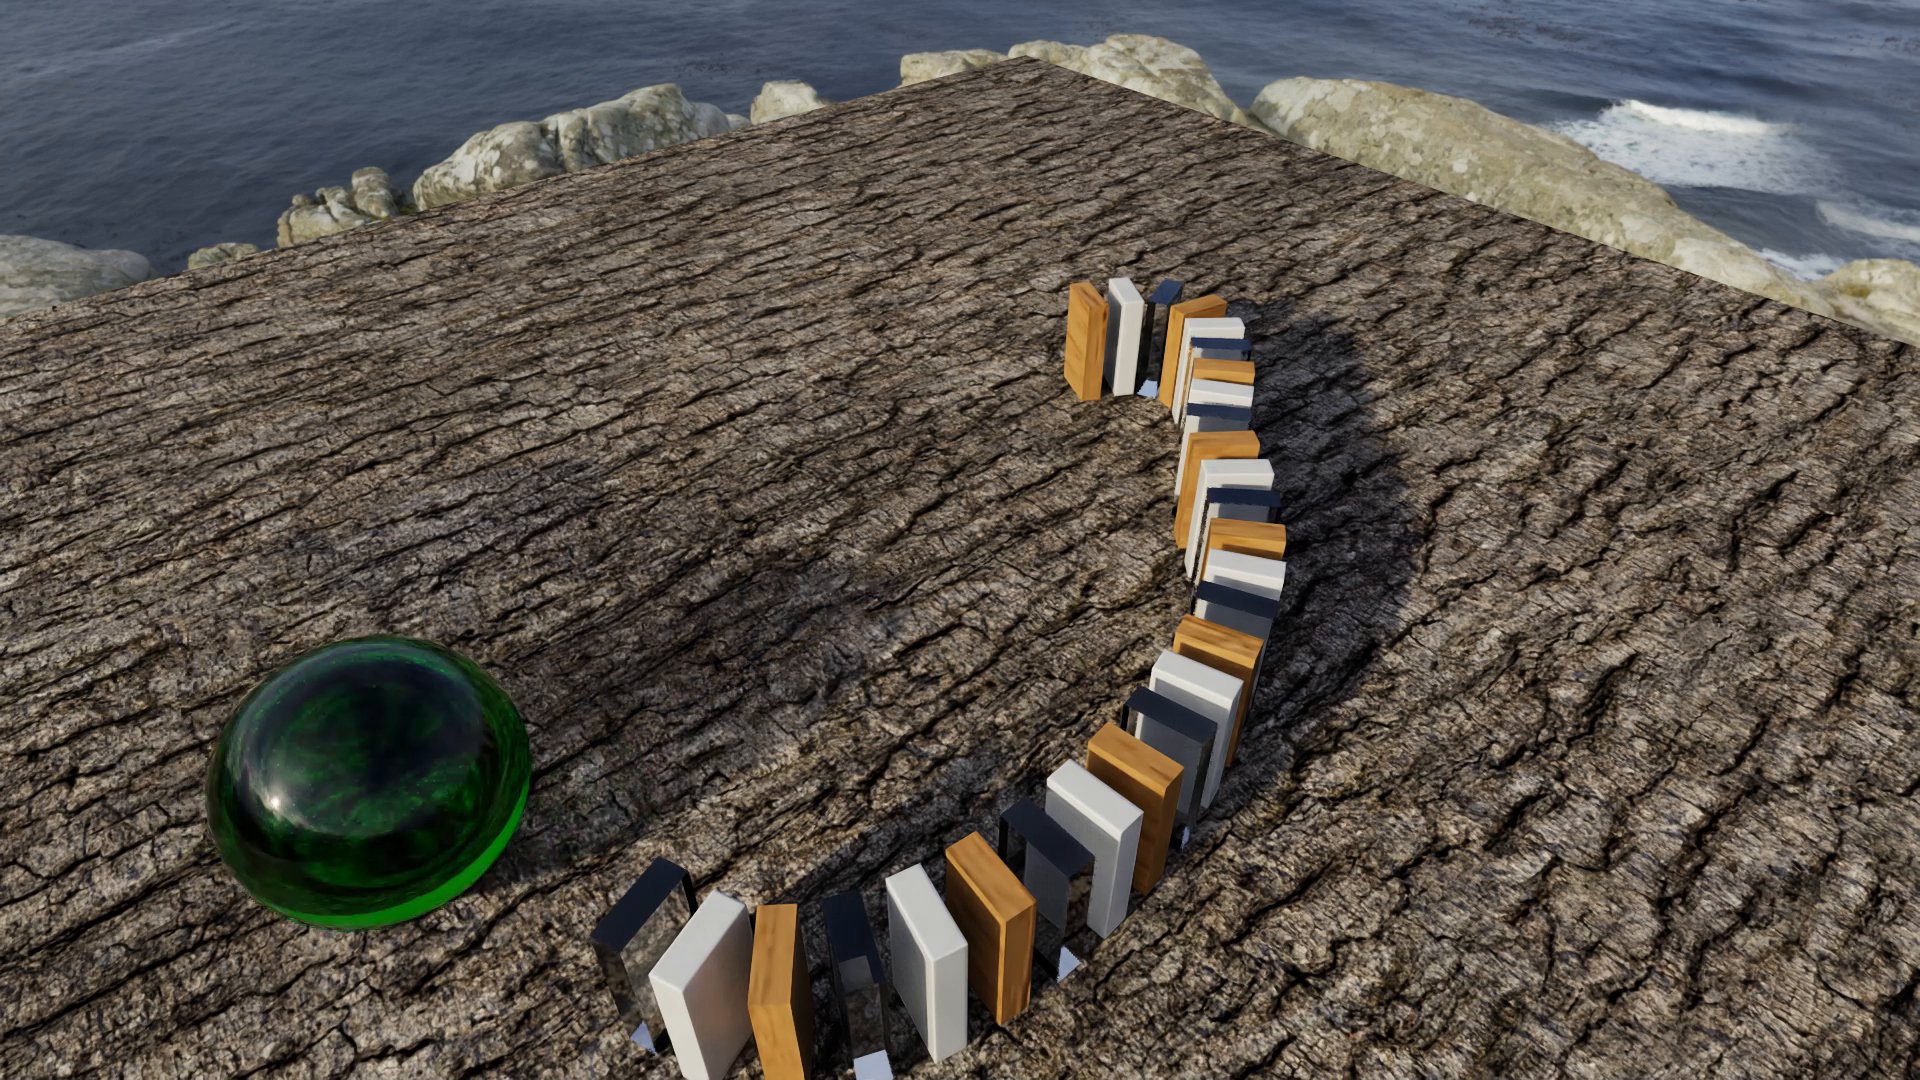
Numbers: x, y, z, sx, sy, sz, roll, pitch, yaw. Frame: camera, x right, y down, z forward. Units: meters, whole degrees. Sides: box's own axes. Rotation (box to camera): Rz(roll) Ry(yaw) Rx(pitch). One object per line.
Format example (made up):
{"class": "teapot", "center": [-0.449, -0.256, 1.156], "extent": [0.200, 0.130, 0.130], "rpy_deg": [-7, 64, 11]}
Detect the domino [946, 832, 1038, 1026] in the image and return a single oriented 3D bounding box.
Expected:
{"class": "domino", "center": [0.008, 0.102, 0.287], "extent": [0.010, 0.050, 0.025], "rpy_deg": [-24, 45, -27]}

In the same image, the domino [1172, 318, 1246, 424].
{"class": "domino", "center": [0.114, -0.077, 0.506], "extent": [0.025, 0.050, 0.009], "rpy_deg": [-1, 39, -1]}

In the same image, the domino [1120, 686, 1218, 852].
{"class": "domino", "center": [0.060, 0.069, 0.328], "extent": [0.025, 0.050, 0.009], "rpy_deg": [25, 45, 27]}

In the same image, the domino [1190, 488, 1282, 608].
{"class": "domino", "center": [0.101, 0.004, 0.406], "extent": [0.025, 0.050, 0.009], "rpy_deg": [4, 39, 4]}

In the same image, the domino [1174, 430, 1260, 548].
{"class": "domino", "center": [0.101, -0.019, 0.435], "extent": [0.025, 0.050, 0.009], "rpy_deg": [-2, 39, -3]}

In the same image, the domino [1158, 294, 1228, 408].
{"class": "domino", "center": [0.110, -0.089, 0.520], "extent": [0.025, 0.050, 0.010], "rpy_deg": [-19, 43, -22]}

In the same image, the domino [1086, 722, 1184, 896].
{"class": "domino", "center": [0.048, 0.078, 0.316], "extent": [0.025, 0.050, 0.009], "rpy_deg": [29, 47, 30]}

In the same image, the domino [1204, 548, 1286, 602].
{"class": "domino", "center": [0.094, 0.027, 0.378], "extent": [0.025, 0.050, 0.009], "rpy_deg": [11, 41, 13]}

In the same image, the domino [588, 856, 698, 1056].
{"class": "domino", "center": [-0.077, 0.107, 0.281], "extent": [0.009, 0.050, 0.025], "rpy_deg": [19, 43, 21]}

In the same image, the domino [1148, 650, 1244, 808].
{"class": "domino", "center": [0.070, 0.059, 0.340], "extent": [0.025, 0.050, 0.010], "rpy_deg": [22, 44, 24]}

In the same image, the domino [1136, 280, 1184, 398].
{"class": "domino", "center": [0.096, -0.097, 0.529], "extent": [0.009, 0.050, 0.025], "rpy_deg": [17, 42, 19]}

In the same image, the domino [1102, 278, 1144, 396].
{"class": "domino", "center": [0.078, -0.098, 0.531], "extent": [0.010, 0.050, 0.025], "rpy_deg": [-6, 40, -8]}

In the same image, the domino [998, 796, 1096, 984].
{"class": "domino", "center": [0.022, 0.095, 0.296], "extent": [0.009, 0.050, 0.025], "rpy_deg": [-29, 47, -31]}

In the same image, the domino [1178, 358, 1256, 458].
{"class": "domino", "center": [0.111, -0.054, 0.477], "extent": [0.025, 0.050, 0.010], "rpy_deg": [6, 40, 7]}

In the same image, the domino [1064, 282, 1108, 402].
{"class": "domino", "center": [0.060, -0.095, 0.527], "extent": [0.009, 0.050, 0.025], "rpy_deg": [-10, 40, -13]}

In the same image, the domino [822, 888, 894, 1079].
{"class": "domino", "center": [-0.025, 0.113, 0.274], "extent": [0.009, 0.050, 0.025], "rpy_deg": [-12, 41, -14]}

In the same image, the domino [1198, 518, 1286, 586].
{"class": "domino", "center": [0.099, 0.016, 0.392], "extent": [0.025, 0.050, 0.009], "rpy_deg": [6, 40, 7]}

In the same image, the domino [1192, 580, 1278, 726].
{"class": "domino", "center": [0.088, 0.038, 0.365], "extent": [0.025, 0.050, 0.009], "rpy_deg": [16, 42, 19]}

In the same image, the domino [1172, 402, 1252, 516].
{"class": "domino", "center": [0.102, -0.031, 0.449], "extent": [0.025, 0.050, 0.009], "rpy_deg": [7, 40, 9]}

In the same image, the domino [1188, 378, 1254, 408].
{"class": "domino", "center": [0.107, -0.043, 0.463], "extent": [0.025, 0.050, 0.010], "rpy_deg": [10, 40, 12]}

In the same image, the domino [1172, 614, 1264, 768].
{"class": "domino", "center": [0.079, 0.049, 0.352], "extent": [0.025, 0.050, 0.009], "rpy_deg": [19, 43, 22]}

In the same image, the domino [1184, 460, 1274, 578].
{"class": "domino", "center": [0.102, -0.008, 0.421], "extent": [0.025, 0.050, 0.009], "rpy_deg": [0, 39, 0]}

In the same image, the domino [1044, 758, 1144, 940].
{"class": "domino", "center": [0.036, 0.087, 0.306], "extent": [0.025, 0.050, 0.009], "rpy_deg": [32, 49, 33]}

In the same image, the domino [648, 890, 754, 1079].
{"class": "domino", "center": [-0.061, 0.113, 0.274], "extent": [0.010, 0.050, 0.025], "rpy_deg": [17, 42, 20]}

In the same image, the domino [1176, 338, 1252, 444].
{"class": "domino", "center": [0.113, -0.066, 0.492], "extent": [0.025, 0.050, 0.009], "rpy_deg": [3, 39, 4]}

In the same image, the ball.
{"class": "ball", "center": [-0.162, 0.066, 0.307], "extent": [0.080, 0.080, 0.080], "rpy_deg": [0, 39, 0]}

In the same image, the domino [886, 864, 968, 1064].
{"class": "domino", "center": [-0.008, 0.108, 0.279], "extent": [0.009, 0.050, 0.025], "rpy_deg": [-19, 43, -22]}

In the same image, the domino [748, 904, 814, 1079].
{"class": "domino", "center": [-0.043, 0.115, 0.271], "extent": [0.009, 0.050, 0.025], "rpy_deg": [-2, 39, -2]}
